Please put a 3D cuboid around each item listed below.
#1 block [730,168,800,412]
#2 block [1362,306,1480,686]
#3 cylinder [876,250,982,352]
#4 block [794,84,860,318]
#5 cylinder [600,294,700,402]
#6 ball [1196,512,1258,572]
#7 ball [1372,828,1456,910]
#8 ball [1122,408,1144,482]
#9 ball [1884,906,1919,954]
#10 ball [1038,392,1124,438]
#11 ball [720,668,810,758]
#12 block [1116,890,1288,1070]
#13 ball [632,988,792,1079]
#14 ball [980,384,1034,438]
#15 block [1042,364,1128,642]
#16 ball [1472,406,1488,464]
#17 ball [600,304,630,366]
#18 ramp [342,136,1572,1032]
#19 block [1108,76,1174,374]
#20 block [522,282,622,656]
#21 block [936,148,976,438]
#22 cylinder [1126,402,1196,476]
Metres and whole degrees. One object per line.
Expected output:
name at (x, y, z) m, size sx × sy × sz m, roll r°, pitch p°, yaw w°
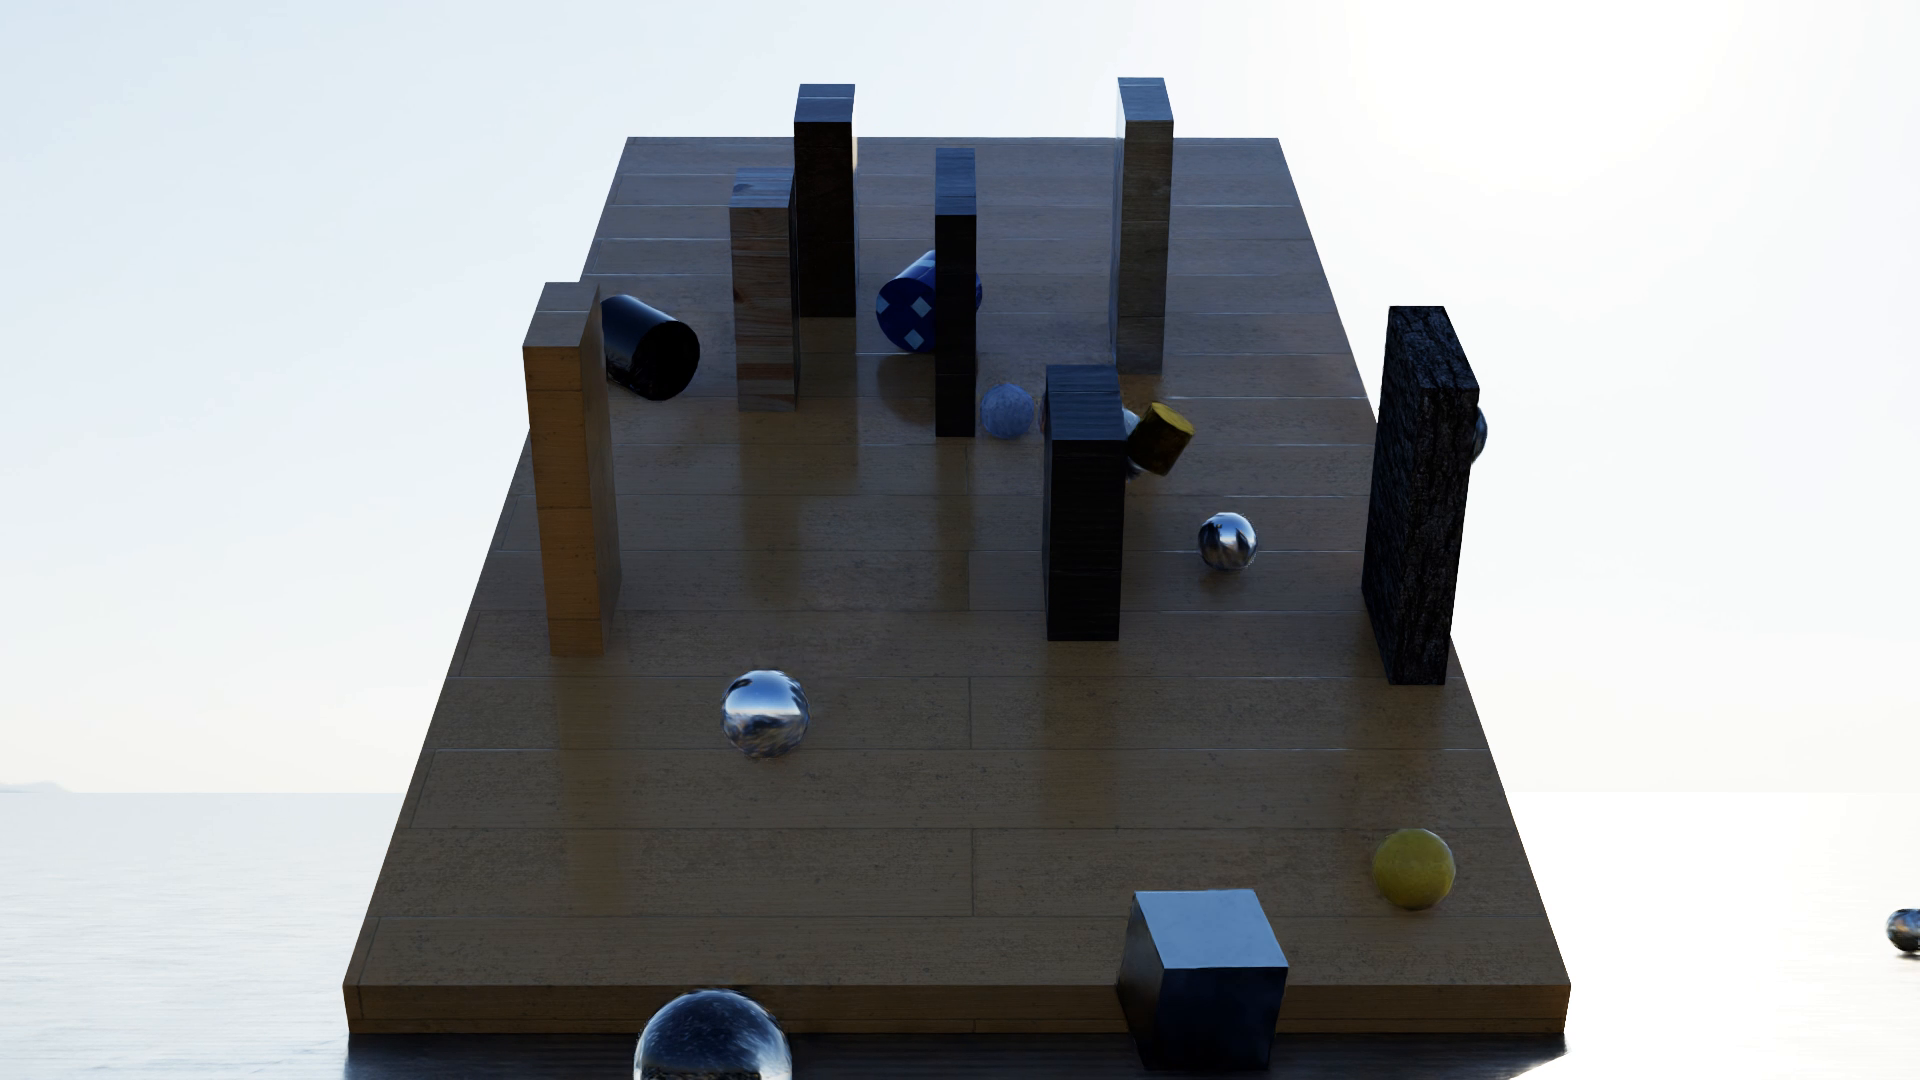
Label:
block at (-0.460, -0.595, 5.721) m, size 0.134 × 0.519 × 0.257 m, roll 0°, pitch 29°, yaw 0°
block at (0.893, -0.088, 4.703) m, size 0.108 × 0.643 × 0.372 m, roll 0°, pitch 29°, yaw 0°
cylinder at (-0.077, -0.603, 6.062) m, size 0.201 × 0.201 × 0.201 m, roll -3°, pitch 25°, yaw 30°
block at (-0.341, -0.877, 6.213) m, size 0.145 × 0.528 × 0.293 m, roll 0°, pitch 29°, yaw 0°
cylinder at (-0.771, -0.464, 5.807) m, size 0.204 × 0.204 × 0.204 m, roll 29°, pitch 15°, yaw 40°
ball at (0.562, 0.004, 5.065) m, size 0.126 × 0.126 × 0.126 m, roll 0°, pitch -6°, yaw 0°
ball at (0.767, 0.556, 4.071) m, size 0.140 × 0.140 × 0.140 m, roll 0°, pitch -6°, yaw 0°
ball at (0.322, -0.198, 5.094) m, size 0.167 × 0.167 × 0.167 m, roll 0°, pitch -6°, yaw 0°
ball at (2.312, 0.948, 5.861) m, size 0.114 × 0.114 × 0.114 m, roll 0°, pitch -6°, yaw 0°
ball at (0.277, -0.283, 5.498) m, size 0.199 × 0.199 × 0.199 m, roll 0°, pitch -6°, yaw 0°
ball at (-0.360, 0.320, 4.457) m, size 0.165 × 0.165 × 0.165 m, roll 0°, pitch -6°, yaw 0°
block at (0.348, 0.635, 3.486) m, size 0.182 × 0.182 × 0.182 m, roll 1°, pitch 28°, yaw -12°
ball at (-0.276, 0.591, 2.694) m, size 0.178 × 0.178 × 0.178 m, roll 0°, pitch -6°, yaw 0°
ball at (0.110, -0.300, 5.598) m, size 0.129 × 0.129 × 0.129 m, roll 0°, pitch -6°, yaw 0°
block at (0.247, -0.077, 4.872) m, size 0.143 × 0.454 × 0.336 m, roll 0°, pitch 29°, yaw 0°
ball at (1.133, -0.254, 5.644) m, size 0.203 × 0.203 × 0.203 m, roll 0°, pitch -6°, yaw 0°
ball at (-0.892, -0.504, 5.933) m, size 0.152 × 0.152 × 0.152 m, roll 0°, pitch -6°, yaw 0°
ramp at (-0.013, -0.214, 5.679) m, size 2.000 × 0.100 × 4.000 m, roll 0°, pitch 29°, yaw 0°
block at (0.441, -0.770, 5.903) m, size 0.114 × 0.652 × 0.314 m, roll 0°, pitch 29°, yaw 0°
block at (-0.760, -0.138, 4.748) m, size 0.105 × 0.676 × 0.301 m, roll 0°, pitch 29°, yaw 0°
block at (-0.011, -0.586, 5.673) m, size 0.092 × 0.554 × 0.427 m, roll 0°, pitch 29°, yaw 0°
cylinder at (0.410, -0.207, 4.956) m, size 0.109 × 0.109 × 0.109 m, roll 29°, pitch 20°, yaw -12°
